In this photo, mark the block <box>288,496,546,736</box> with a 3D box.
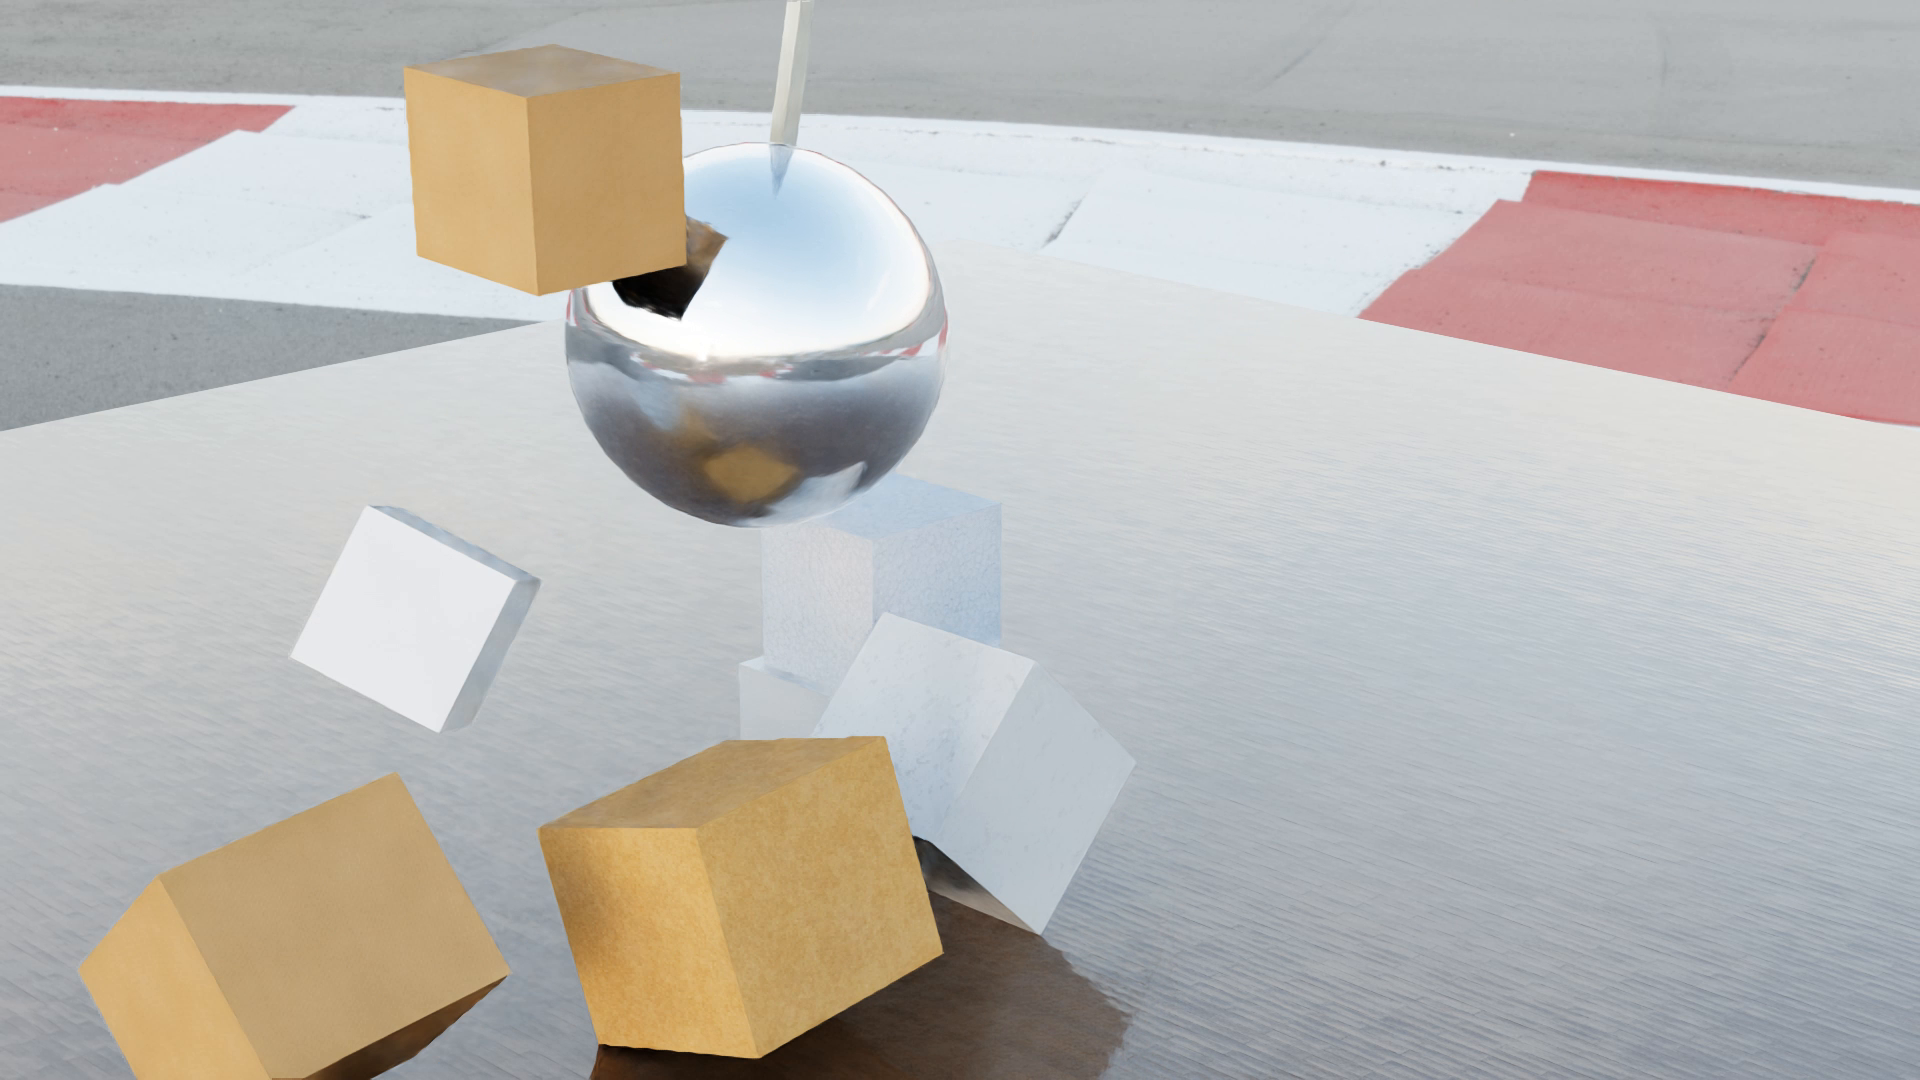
[{"bbox_3d":[-2.078,0.300,11.276,0.635,0.642,0.528,28,-5,7],"label":"block"}]

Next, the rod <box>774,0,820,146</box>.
[{"bbox_3d":[-0.365,-4.170,11.649,0.080,5.200,0.080,17,13,42],"label":"rod"}]

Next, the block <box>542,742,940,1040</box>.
[{"bbox_3d":[-0.880,1.411,11.785,0.997,0.930,1.043,-9,2,43],"label":"block"}]

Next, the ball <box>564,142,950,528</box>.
[{"bbox_3d":[-0.842,-0.848,12.193,1.600,1.600,1.600,0,17,0],"label":"ball"}]

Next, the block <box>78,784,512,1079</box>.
[{"bbox_3d":[-2.485,1.606,10.926,1.033,0.874,0.972,-11,-21,-44],"label":"block"}]

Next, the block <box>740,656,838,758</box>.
[{"bbox_3d":[-0.344,0.959,13.974,0.986,0.790,0.996,17,24,42],"label":"block"}]

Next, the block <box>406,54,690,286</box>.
[{"bbox_3d":[-1.593,-1.439,11.280,0.690,0.744,0.840,-8,20,-41],"label":"block"}]

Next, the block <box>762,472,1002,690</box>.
[{"bbox_3d":[-0.366,0.204,13.769,0.830,0.774,0.756,-17,24,-42],"label":"block"}]

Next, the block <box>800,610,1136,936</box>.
[{"bbox_3d":[0.006,1.025,12.931,0.921,0.931,0.895,16,68,42],"label":"block"}]
